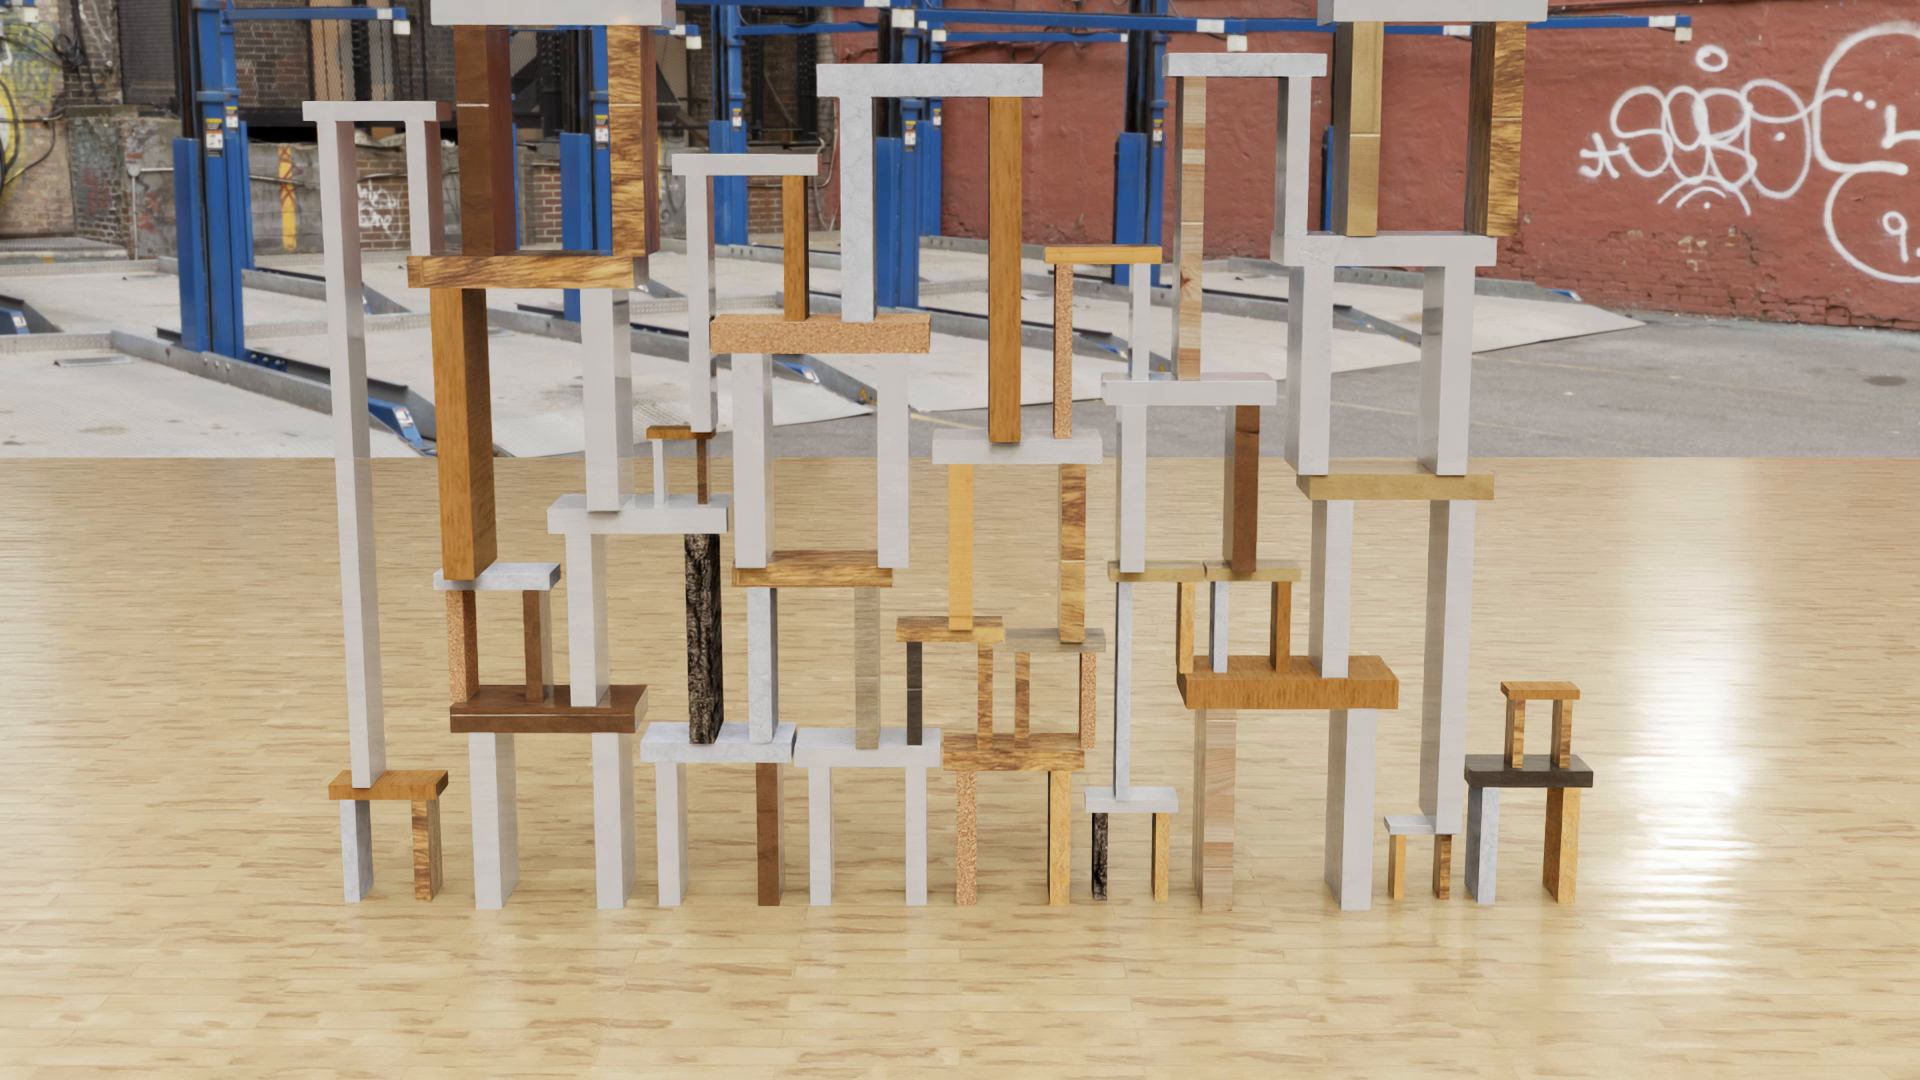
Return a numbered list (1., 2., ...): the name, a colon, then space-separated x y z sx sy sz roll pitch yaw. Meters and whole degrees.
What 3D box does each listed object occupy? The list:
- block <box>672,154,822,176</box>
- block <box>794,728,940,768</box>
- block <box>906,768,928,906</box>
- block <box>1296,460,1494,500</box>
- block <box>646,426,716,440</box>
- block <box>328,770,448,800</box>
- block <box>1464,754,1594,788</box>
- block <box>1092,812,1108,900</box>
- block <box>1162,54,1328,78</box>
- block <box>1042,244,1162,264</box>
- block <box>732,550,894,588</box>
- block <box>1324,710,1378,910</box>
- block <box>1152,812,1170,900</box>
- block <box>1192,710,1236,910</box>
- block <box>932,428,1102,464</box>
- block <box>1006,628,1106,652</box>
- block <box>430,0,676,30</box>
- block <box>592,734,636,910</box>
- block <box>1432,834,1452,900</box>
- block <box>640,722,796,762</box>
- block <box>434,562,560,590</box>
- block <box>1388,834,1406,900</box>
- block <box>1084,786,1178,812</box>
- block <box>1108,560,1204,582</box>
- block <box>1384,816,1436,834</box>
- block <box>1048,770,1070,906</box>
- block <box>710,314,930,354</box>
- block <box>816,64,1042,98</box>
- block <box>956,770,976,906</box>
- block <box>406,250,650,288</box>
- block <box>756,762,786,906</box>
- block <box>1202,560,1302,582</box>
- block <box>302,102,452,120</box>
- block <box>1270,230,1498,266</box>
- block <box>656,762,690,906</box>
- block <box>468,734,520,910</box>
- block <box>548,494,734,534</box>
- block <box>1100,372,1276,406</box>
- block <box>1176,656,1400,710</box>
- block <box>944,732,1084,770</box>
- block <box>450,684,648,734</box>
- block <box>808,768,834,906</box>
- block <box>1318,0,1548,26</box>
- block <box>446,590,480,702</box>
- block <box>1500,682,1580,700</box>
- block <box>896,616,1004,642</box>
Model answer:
1. block: -0.333 -0.589 3.447 0.225 0.032 0.113 0 11 0
2. block: -0.151 0.342 3.624 0.236 0.033 0.118 0 11 0
3. block: -0.072 0.474 3.649 0.033 0.236 0.118 0 11 0
4. block: 0.698 -0.097 3.542 0.291 0.041 0.145 0 11 0
5. block: -0.446 -0.173 3.521 0.105 0.015 0.053 0 11 1
6. block: -0.944 0.405 3.637 0.176 0.025 0.088 0 11 0
7. block: 0.933 0.381 3.632 0.198 0.028 0.099 0 11 0
8. block: 0.232 0.515 3.659 0.021 0.151 0.076 0 11 0
9. block: 0.440 -0.737 3.420 0.241 0.034 0.121 0 11 0
10. block: 0.224 -0.452 3.475 0.182 0.026 0.091 0 11 0
11. block: -0.236 0.046 3.567 0.256 0.036 0.128 0 11 0
12. block: 0.646 0.423 3.641 0.048 0.339 0.170 0 11 0
13. block: 0.333 0.515 3.659 0.021 0.151 0.076 0 11 0
14. block: 0.420 0.423 3.641 0.048 0.339 0.170 0 11 0
15. block: 0.091 -0.151 3.537 0.268 0.038 0.134 0 11 0
16. block: 0.155 0.163 3.587 0.161 0.023 0.081 0 11 0
17. block: -0.625 -0.818 3.402 0.347 0.049 0.174 0 11 0
18. block: -0.572 0.444 3.642 0.042 0.298 0.149 0 11 0
19. block: 0.801 0.535 3.656 0.016 0.113 0.056 0 11 0
20. block: -0.395 0.333 3.623 0.244 0.035 0.122 0 11 0
21. block: -0.750 0.059 3.572 0.186 0.026 0.093 0 11 1
22. block: 0.726 0.535 3.656 0.016 0.113 0.056 0 11 0
23. block: 0.283 0.430 3.643 0.151 0.021 0.076 0 11 0
24. block: 0.317 0.050 3.569 0.151 0.021 0.076 0 11 0
25. block: 0.764 0.472 3.644 0.113 0.016 0.056 0 11 0
26. block: 0.164 0.477 3.648 0.033 0.230 0.115 0 11 0
27. block: -0.218 -0.329 3.498 0.339 0.048 0.170 0 11 0
28. block: -0.046 -0.716 3.433 0.344 0.049 0.172 0 11 0
29. block: 0.011 0.477 3.648 0.033 0.230 0.115 0 11 0
30. block: -0.678 -0.429 3.477 0.348 0.049 0.174 0 11 0
31. block: -0.314 0.470 3.647 0.035 0.244 0.122 0 10 0
32. block: 0.473 0.049 3.572 0.151 0.021 0.076 0 11 0
33. block: -0.907 -0.669 3.430 0.205 0.029 0.103 0 11 1
34. block: 0.665 -0.461 3.474 0.327 0.046 0.163 0 11 0
35. block: -0.477 0.470 3.649 0.035 0.244 0.122 0 11 0
36. block: -0.770 0.444 3.641 0.042 0.298 0.149 0 11 0
37. block: -0.511 -0.043 3.552 0.284 0.040 0.142 0 11 0
38. block: 0.363 -0.242 3.515 0.267 0.038 0.134 0 11 0
39. block: 0.533 0.232 3.605 0.339 0.048 0.170 0 11 0
40. block: 0.087 0.348 3.624 0.230 0.033 0.115 0 11 0
41. block: -0.671 0.277 3.610 0.298 0.042 0.149 0 11 0
42. block: -0.229 0.474 3.649 0.033 0.236 0.118 0 11 0
43. block: 0.727 -0.822 3.402 0.322 0.046 0.161 0 11 0
44. block: -0.813 0.163 3.594 0.026 0.186 0.093 0 11 0
45. block: 0.951 0.246 3.605 0.115 0.016 0.058 0 11 0
46. block: -0.016 0.145 3.583 0.172 0.024 0.086 0 10 0
